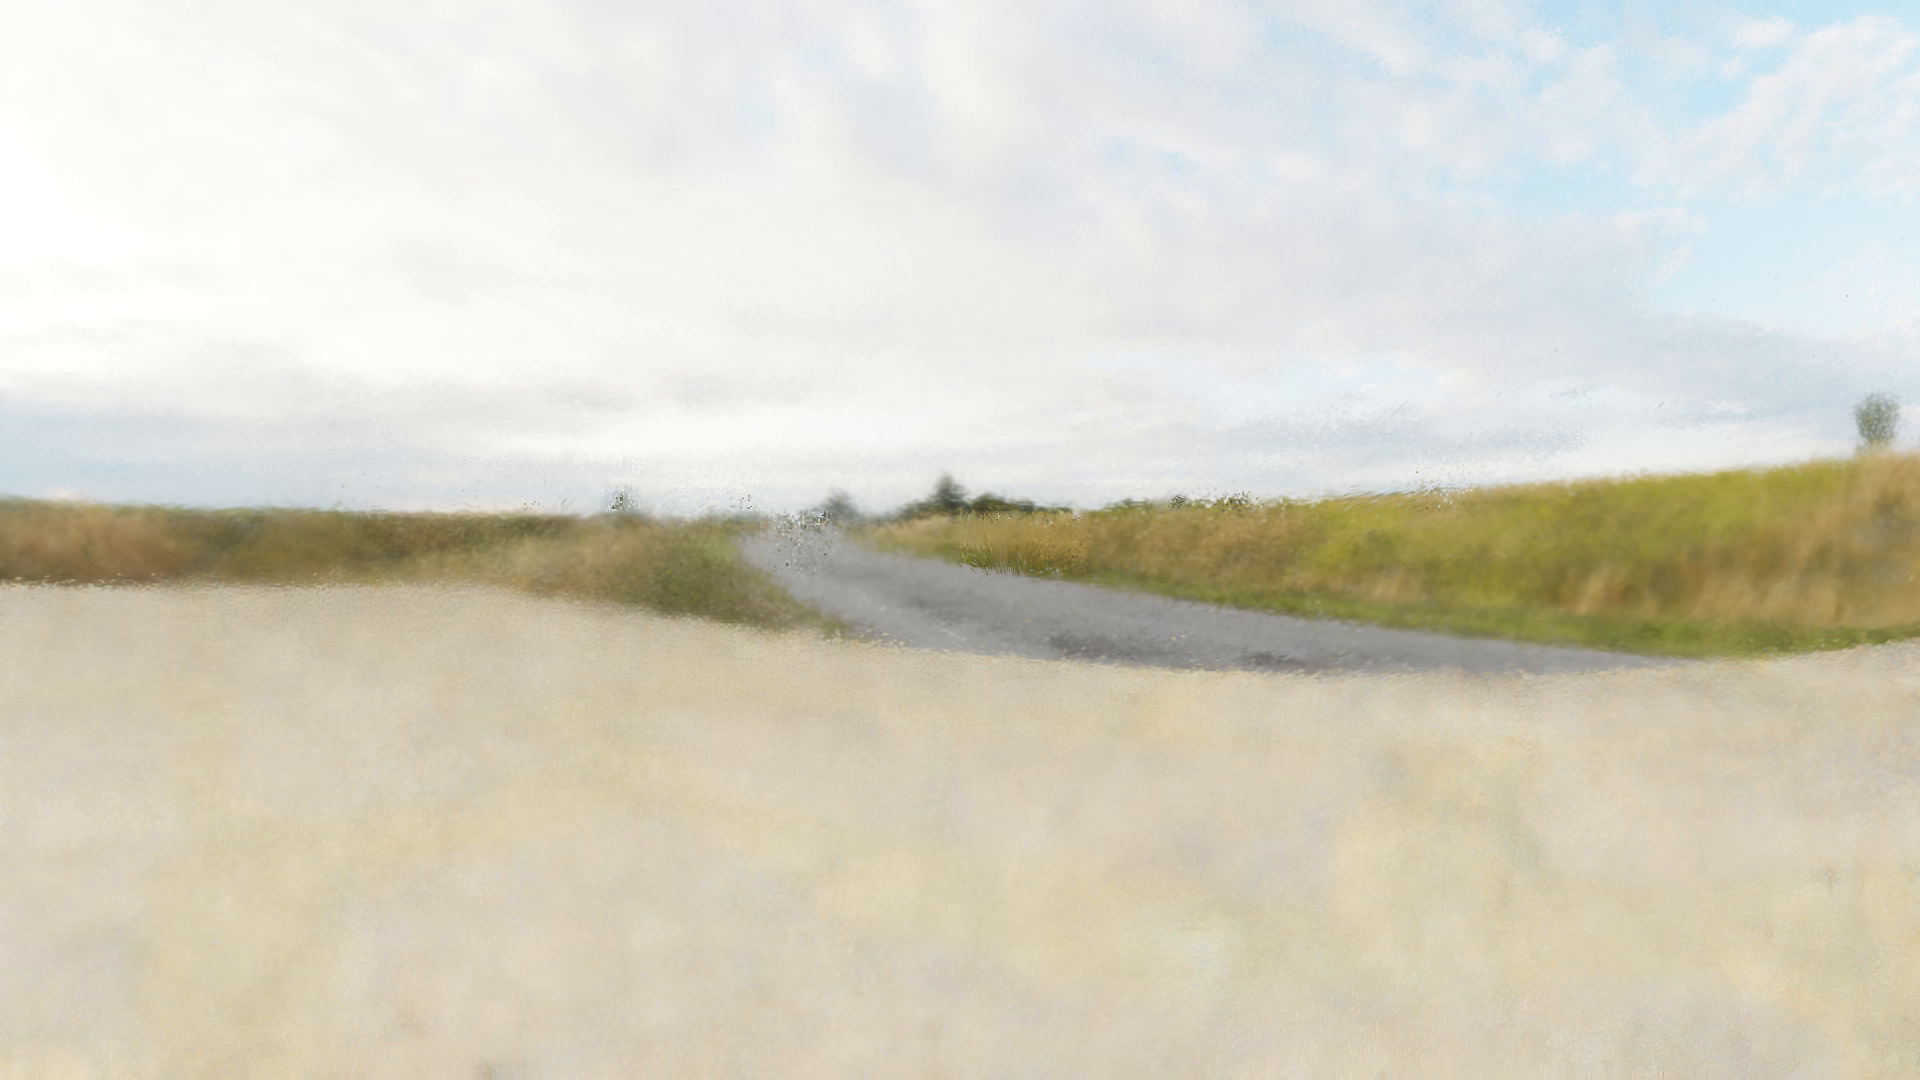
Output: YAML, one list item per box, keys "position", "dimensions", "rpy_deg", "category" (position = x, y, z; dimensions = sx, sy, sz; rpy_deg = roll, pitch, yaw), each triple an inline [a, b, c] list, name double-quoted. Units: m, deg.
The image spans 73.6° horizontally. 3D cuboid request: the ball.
- position: [0.000, -0.002, 0.056]
  dimensions: [0.080, 0.080, 0.080]
  rpy_deg: [0, 4, 0]
  category: "ball"
